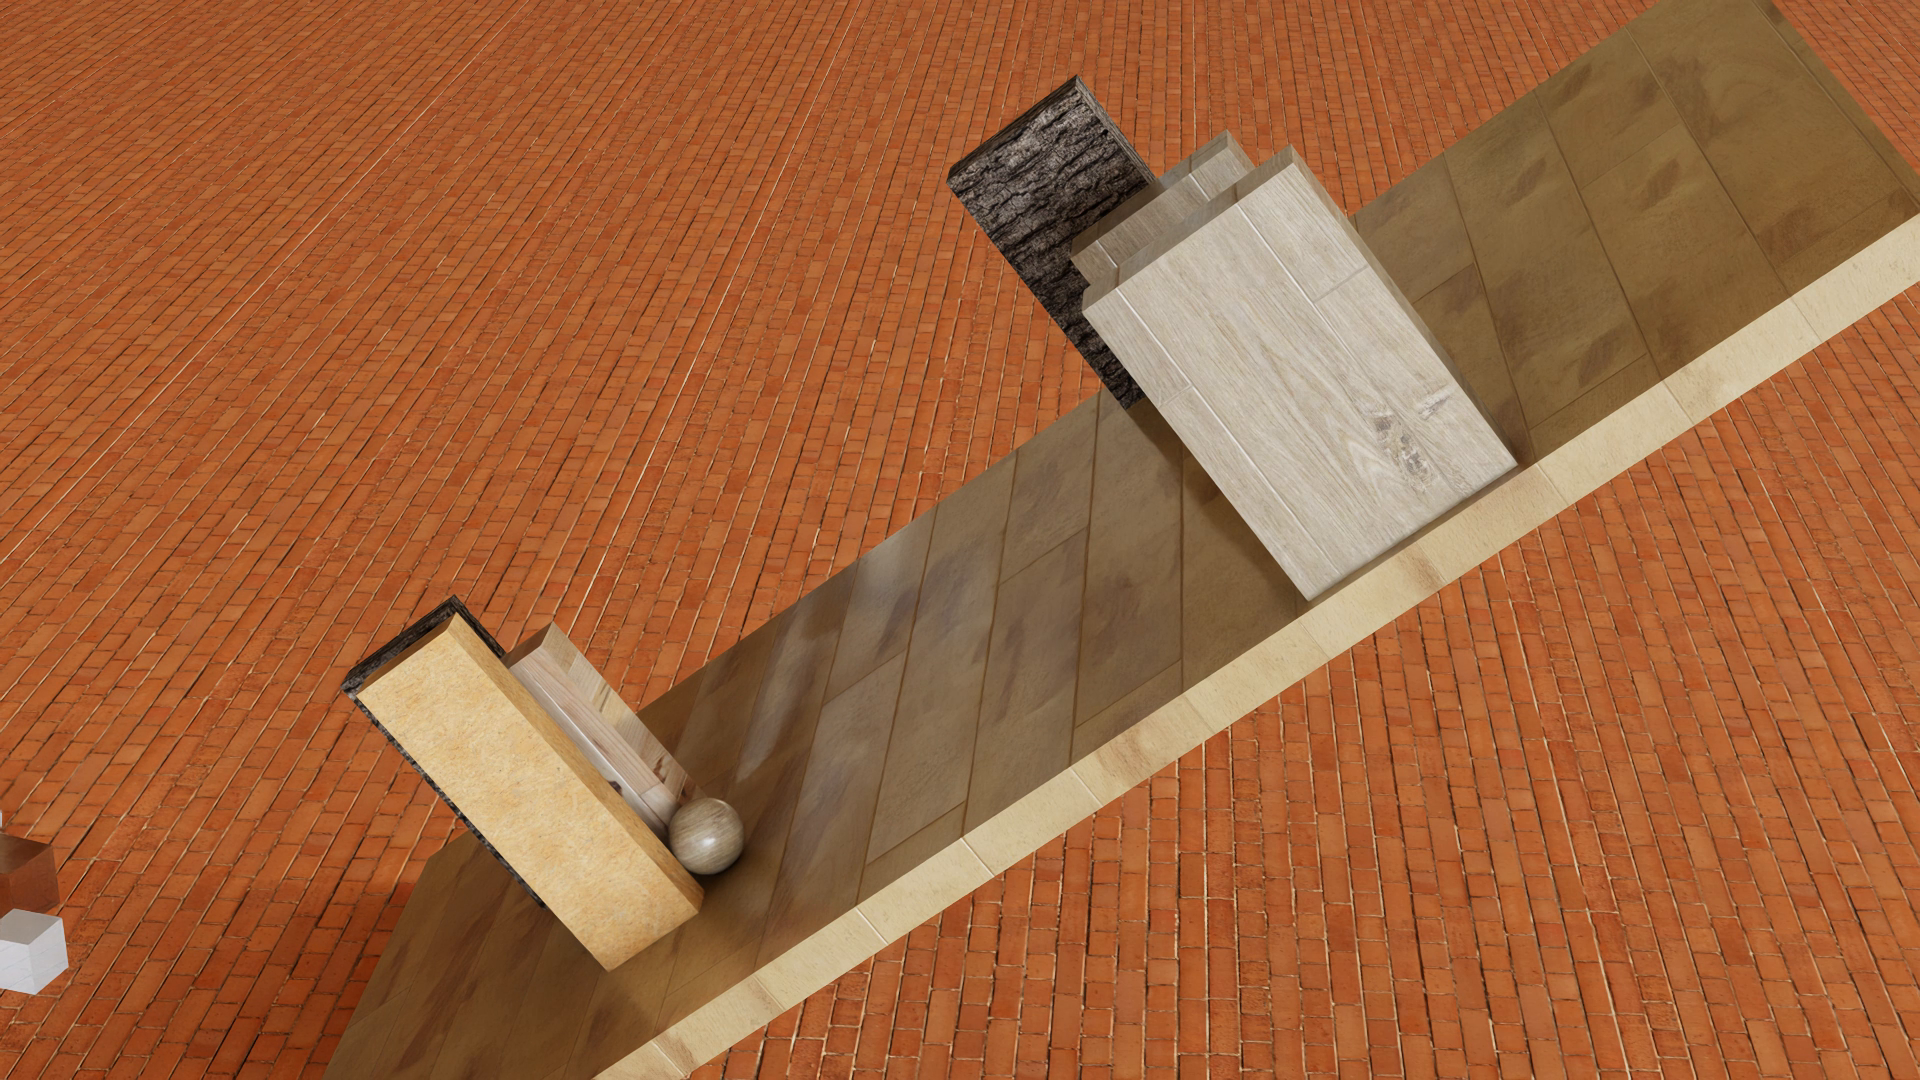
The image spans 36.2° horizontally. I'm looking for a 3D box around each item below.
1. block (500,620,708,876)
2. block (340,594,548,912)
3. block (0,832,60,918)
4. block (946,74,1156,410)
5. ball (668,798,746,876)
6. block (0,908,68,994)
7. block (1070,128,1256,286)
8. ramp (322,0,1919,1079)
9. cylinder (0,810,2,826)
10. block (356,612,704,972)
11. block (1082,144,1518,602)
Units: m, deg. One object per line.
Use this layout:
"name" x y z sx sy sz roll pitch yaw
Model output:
"block" -0.830 0.523 6.252 0.390 0.599 0.124 -35 16 17
"block" -1.037 0.486 6.636 0.320 0.703 0.085 -35 16 17
"block" -2.482 0.893 7.670 0.172 0.172 0.172 9 25 21
"block" 0.328 -0.685 6.808 0.369 0.686 0.131 -35 16 17
"ball" -0.528 0.616 6.120 0.161 0.161 0.161 0 23 0
"block" -2.347 1.032 7.380 0.142 0.142 0.142 7 24 17
"block" 0.549 -0.592 6.493 0.422 0.445 0.149 -35 16 17
"ramp" 0.127 0.180 6.326 4.000 0.100 2.000 -35 16 17
"cylinder" -2.733 0.758 7.986 0.177 0.177 0.177 12 26 27
"block" -0.869 0.521 5.998 0.246 0.786 0.088 -35 16 17
"block" 0.591 -0.284 5.117 0.441 0.670 0.123 -35 16 17
